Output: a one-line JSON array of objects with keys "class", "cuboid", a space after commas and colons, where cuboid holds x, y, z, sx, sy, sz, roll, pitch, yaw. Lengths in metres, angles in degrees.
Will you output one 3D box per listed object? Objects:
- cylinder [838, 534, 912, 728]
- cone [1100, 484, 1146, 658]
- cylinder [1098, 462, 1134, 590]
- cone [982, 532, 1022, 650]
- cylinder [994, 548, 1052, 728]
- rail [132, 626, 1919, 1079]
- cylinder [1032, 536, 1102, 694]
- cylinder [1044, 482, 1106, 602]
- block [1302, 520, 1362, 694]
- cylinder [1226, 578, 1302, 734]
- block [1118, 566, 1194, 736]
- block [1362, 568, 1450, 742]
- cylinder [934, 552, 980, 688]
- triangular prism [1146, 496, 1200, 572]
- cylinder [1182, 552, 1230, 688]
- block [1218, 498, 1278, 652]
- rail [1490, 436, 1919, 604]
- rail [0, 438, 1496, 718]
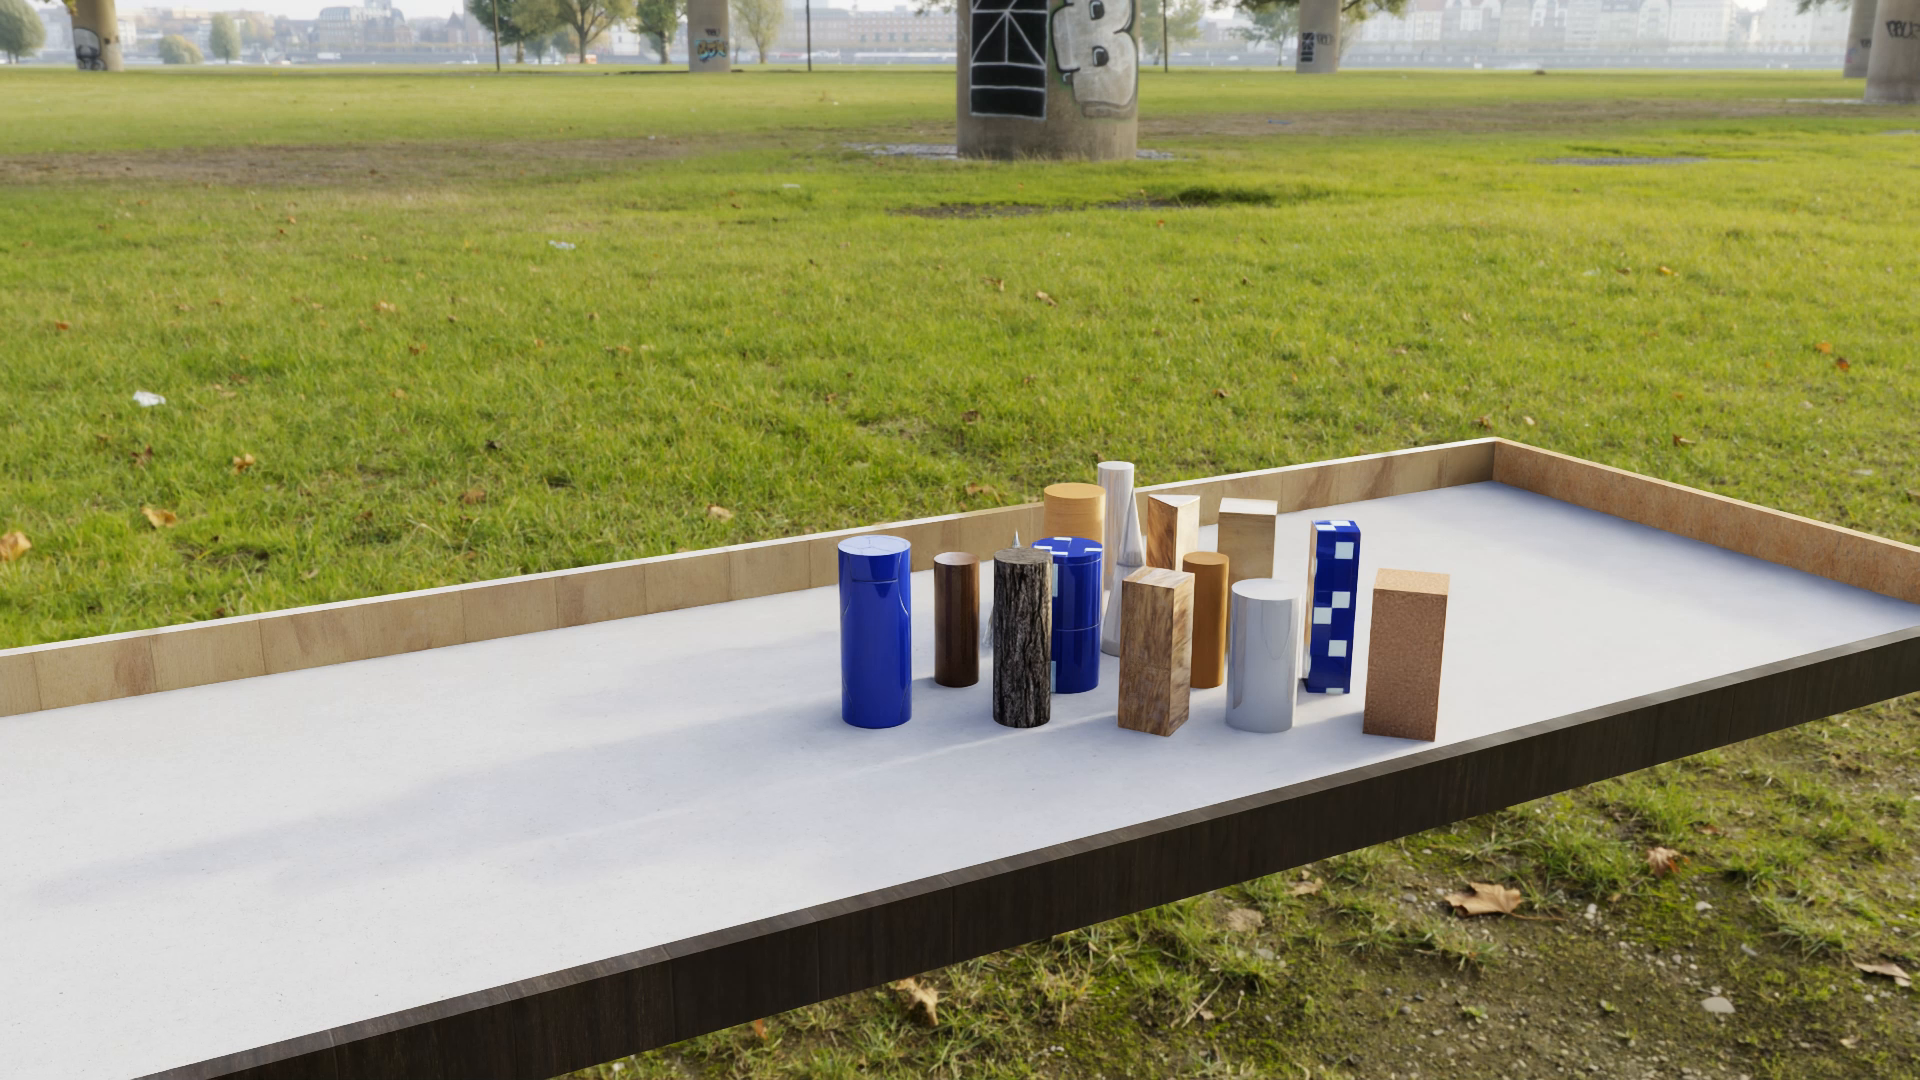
[{"class": "cylinder", "cuboid": [-0.198, 0.215, 3.873, 0.168, 0.423, 0.168, 0, 16, 0]}, {"class": "cone", "cuboid": [0.447, 0.070, 4.316, 0.157, 0.450, 0.157, 0, 16, 0]}, {"class": "cylinder", "cuboid": [0.453, -0.042, 4.848, 0.106, 0.366, 0.106, 0, 16, 0]}, {"class": "cone", "cuboid": [0.148, 0.121, 4.386, 0.174, 0.313, 0.174, 0, 16, 0]}, {"class": "cylinder", "cuboid": [0.146, 0.228, 3.866, 0.137, 0.402, 0.137, 0, 16, 0]}, {"class": "rail", "cuboid": [-2.336, 1.006, 1.665, 12.000, 0.150, 0.050, -9, 18, -27]}, {"class": "cylinder", "cuboid": [0.263, 0.185, 4.099, 0.176, 0.352, 0.176, 0, 16, 0]}, {"class": "cylinder", "cuboid": [0.317, 0.035, 4.601, 0.171, 0.358, 0.171, 0, 16, 0]}, {"class": "block", "cuboid": [0.912, 0.165, 4.061, 0.104, 0.414, 0.104, 1, 16, 3]}, {"class": "cylinder", "cuboid": [0.710, 0.270, 3.859, 0.164, 0.326, 0.164, 0, 16, 0]}, {"class": "block", "cuboid": [0.456, 0.258, 3.838, 0.127, 0.361, 0.127, 9, 19, 27]}, {"class": "block", "cuboid": [1.036, 0.264, 3.827, 0.162, 0.355, 0.162, 5, 17, 17]}, {"class": "cylinder", "cuboid": [-0.008, 0.198, 4.114, 0.113, 0.319, 0.113, 0, 16, 0]}, {"class": "triangular prism", "cuboid": [0.579, 0.042, 4.630, 0.121, 0.329, 0.140, 11, 20, 33]}, {"class": "cylinder", "cuboid": [0.606, 0.199, 4.107, 0.113, 0.322, 0.113, 0, 16, 0]}, {"class": "block", "cuboid": [0.752, 0.096, 4.350, 0.145, 0.383, 0.145, 4, 17, 12]}, {"class": "rail", "cuboid": [2.466, -0.048, 5.253, 0.050, 0.150, 2.100, -9, 18, -27]}, {"class": "rail", "cuboid": [-3.305, 0.497, 3.399, 12.000, 0.150, 0.050, -9, 18, -27]}]
